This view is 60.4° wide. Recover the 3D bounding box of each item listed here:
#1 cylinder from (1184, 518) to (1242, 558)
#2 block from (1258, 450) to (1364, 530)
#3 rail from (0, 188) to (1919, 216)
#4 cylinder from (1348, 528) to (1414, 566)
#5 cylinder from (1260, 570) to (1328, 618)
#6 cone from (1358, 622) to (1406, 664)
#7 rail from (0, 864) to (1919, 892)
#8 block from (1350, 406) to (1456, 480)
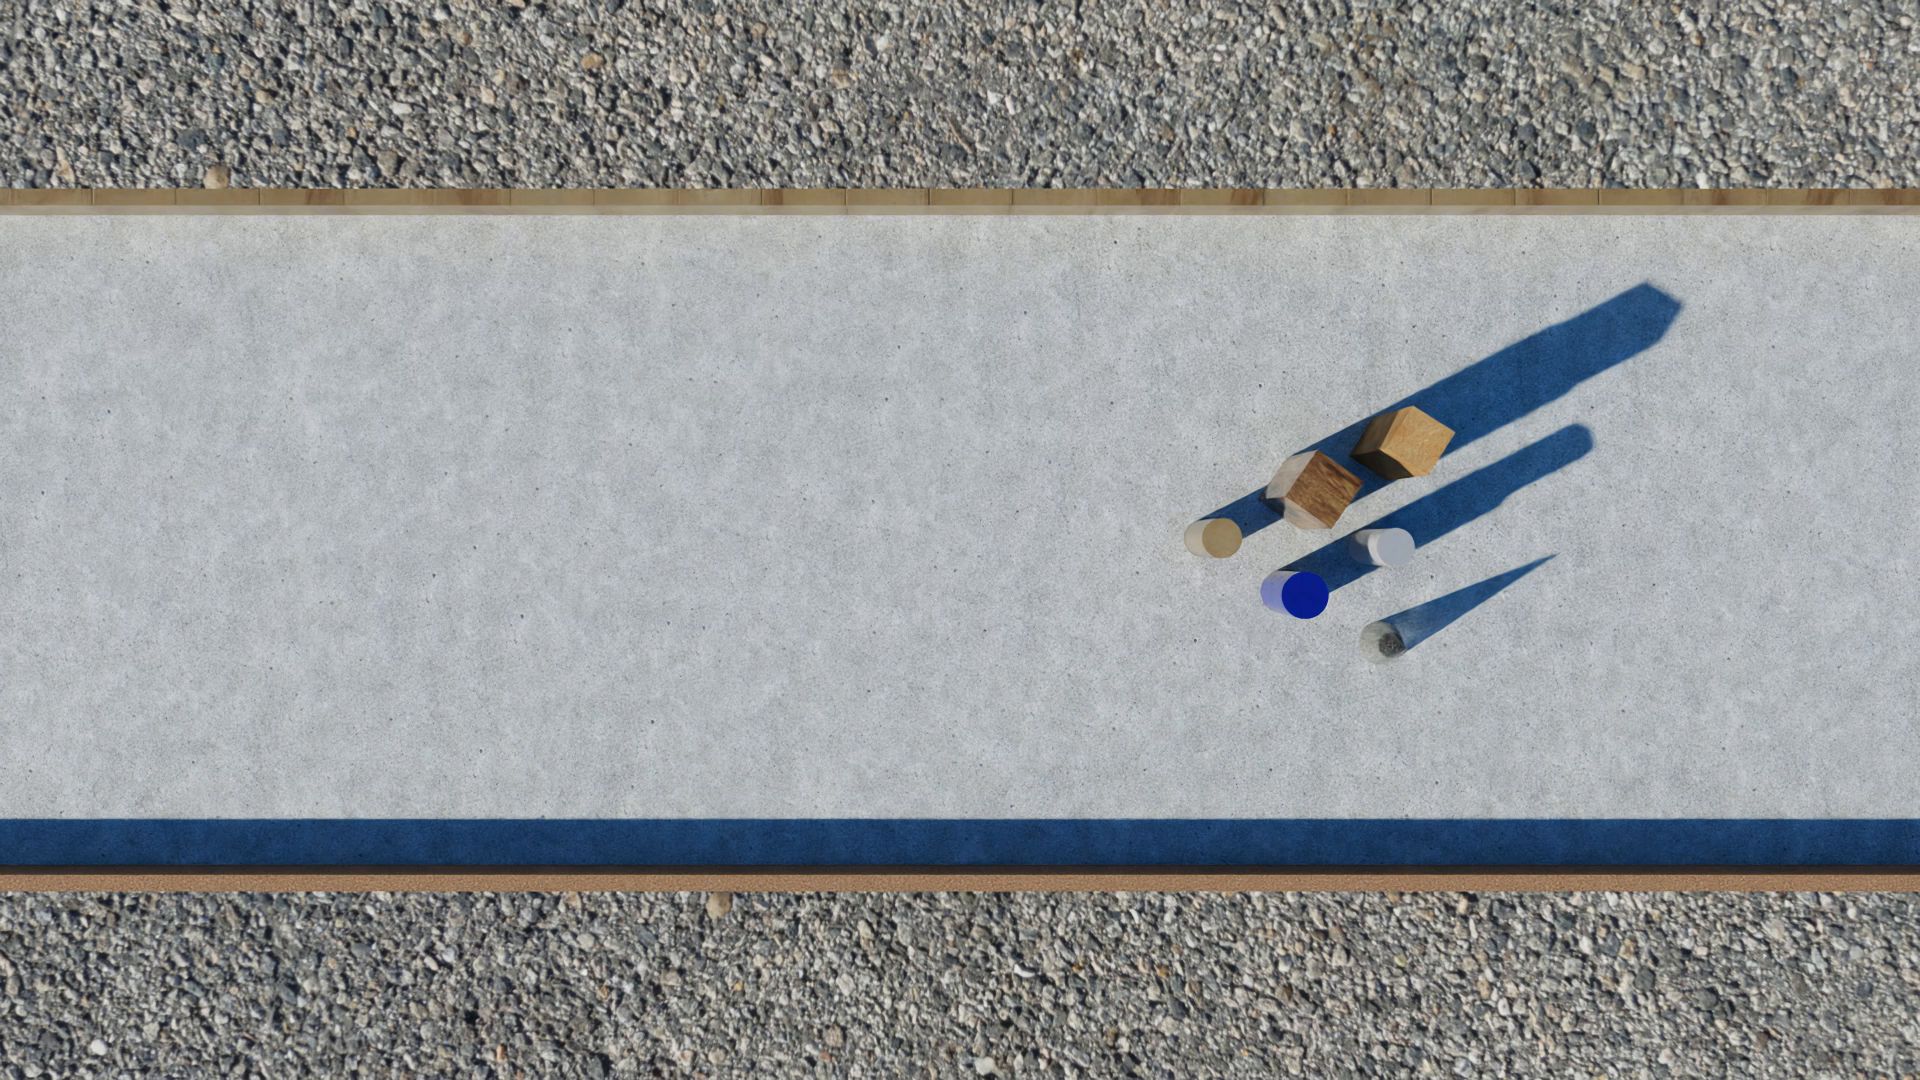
[{"bbox_3d":[0.746,-0.005,4.885,0.115,0.382,0.115,0,90,0],"label":"cylinder"},{"bbox_3d":[1.027,-0.143,4.859,0.160,0.435,0.160,35,90,0],"label":"block"},{"bbox_3d":[-2.247,-1.025,5.002,12.000,0.150,0.050,0,90,0],"label":"rail"},{"bbox_3d":[1.251,0.020,4.905,0.110,0.342,0.110,0,90,0],"label":"cylinder"},{"bbox_3d":[0.993,0.159,4.911,0.137,0.332,0.137,0,90,0],"label":"cylinder"},{"bbox_3d":[1.293,0.316,4.926,0.134,0.302,0.134,0,90,0],"label":"cone"},{"bbox_3d":[-2.247,1.025,5.001,12.000,0.150,0.050,0,90,0],"label":"rail"},{"bbox_3d":[1.294,-0.280,4.854,0.141,0.444,0.141,32,90,0],"label":"block"}]
